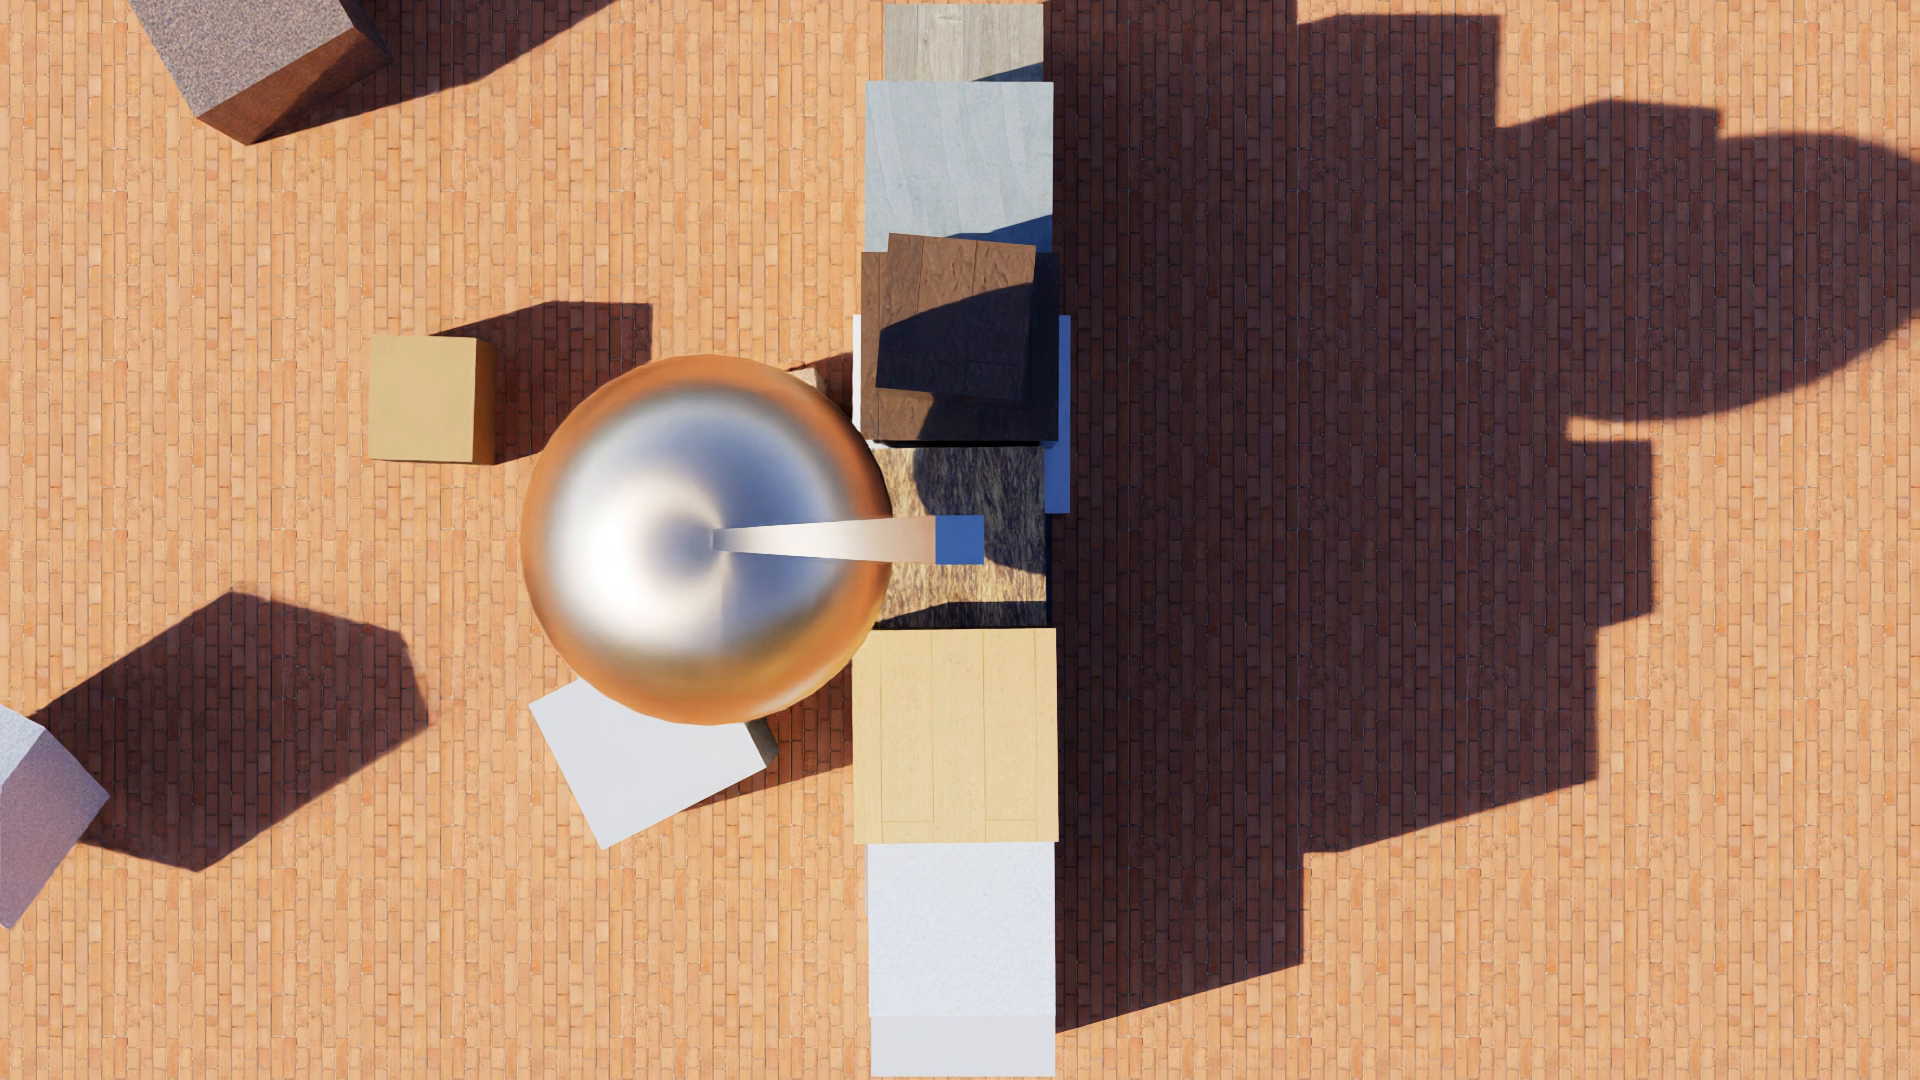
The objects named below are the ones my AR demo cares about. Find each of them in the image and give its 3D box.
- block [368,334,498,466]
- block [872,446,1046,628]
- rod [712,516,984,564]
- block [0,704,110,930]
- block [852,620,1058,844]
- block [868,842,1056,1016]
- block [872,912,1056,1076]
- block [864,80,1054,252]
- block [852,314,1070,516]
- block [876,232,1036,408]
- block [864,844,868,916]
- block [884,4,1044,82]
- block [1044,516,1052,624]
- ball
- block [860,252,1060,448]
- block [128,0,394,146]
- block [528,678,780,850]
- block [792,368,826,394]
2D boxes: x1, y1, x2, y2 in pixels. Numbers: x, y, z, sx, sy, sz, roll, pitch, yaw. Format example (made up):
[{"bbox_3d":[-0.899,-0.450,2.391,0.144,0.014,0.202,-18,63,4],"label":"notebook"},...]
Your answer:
[{"bbox_3d":[-3.037,-0.800,12.704,0.593,0.591,0.702,2,90,0],"label":"block"},{"bbox_3d":[-0.015,-0.024,11.410,0.877,0.926,0.893,-1,91,0],"label":"block"},{"bbox_3d":[-0.467,0.000,6.103,0.080,5.200,0.080,0,90,-10],"label":"rod"},{"bbox_3d":[-5.533,1.450,12.273,0.829,1.011,0.919,24,65,13],"label":"block"},{"bbox_3d":[-0.024,0.951,11.255,0.990,1.205,1.034,-1,90,0],"label":"block"},{"bbox_3d":[0.008,1.912,11.363,0.920,0.987,0.883,0,90,0],"label":"block"},{"bbox_3d":[0.018,2.483,12.511,1.004,0.977,0.900,0,90,0],"label":"block"},{"bbox_3d":[-0.006,-1.895,11.629,0.960,0.760,0.912,0,91,0],"label":"block"},{"bbox_3d":[0.009,-0.680,12.436,1.172,1.129,1.069,0,90,0],"label":"block"},{"bbox_3d":[-0.020,-1.049,10.629,0.694,0.617,0.730,5,90,0],"label":"block"},{"bbox_3d":[-0.010,1.486,12.429,1.006,1.143,1.073,0,90,0],"label":"block"},{"bbox_3d":[0.021,-2.464,12.503,0.867,0.993,0.925,0,90,0],"label":"block"},{"bbox_3d":[0.012,0.404,12.443,0.965,1.114,1.075,0,90,0],"label":"block"},{"bbox_3d":[-1.078,0.000,9.448,1.600,1.600,1.600,0,90,0],"label":"ball"},{"bbox_3d":[-0.001,-0.963,11.404,0.988,0.933,0.937,0,90,0],"label":"block"},{"bbox_3d":[-3.991,-2.948,12.560,1.010,0.880,0.853,-30,90,0],"label":"block"},{"bbox_3d":[-1.712,1.074,12.524,1.010,0.951,0.895,-27,90,0],"label":"block"},{"bbox_3d":[-1.227,-0.435,12.515,0.993,0.970,0.878,-9,90,0],"label":"block"}]
